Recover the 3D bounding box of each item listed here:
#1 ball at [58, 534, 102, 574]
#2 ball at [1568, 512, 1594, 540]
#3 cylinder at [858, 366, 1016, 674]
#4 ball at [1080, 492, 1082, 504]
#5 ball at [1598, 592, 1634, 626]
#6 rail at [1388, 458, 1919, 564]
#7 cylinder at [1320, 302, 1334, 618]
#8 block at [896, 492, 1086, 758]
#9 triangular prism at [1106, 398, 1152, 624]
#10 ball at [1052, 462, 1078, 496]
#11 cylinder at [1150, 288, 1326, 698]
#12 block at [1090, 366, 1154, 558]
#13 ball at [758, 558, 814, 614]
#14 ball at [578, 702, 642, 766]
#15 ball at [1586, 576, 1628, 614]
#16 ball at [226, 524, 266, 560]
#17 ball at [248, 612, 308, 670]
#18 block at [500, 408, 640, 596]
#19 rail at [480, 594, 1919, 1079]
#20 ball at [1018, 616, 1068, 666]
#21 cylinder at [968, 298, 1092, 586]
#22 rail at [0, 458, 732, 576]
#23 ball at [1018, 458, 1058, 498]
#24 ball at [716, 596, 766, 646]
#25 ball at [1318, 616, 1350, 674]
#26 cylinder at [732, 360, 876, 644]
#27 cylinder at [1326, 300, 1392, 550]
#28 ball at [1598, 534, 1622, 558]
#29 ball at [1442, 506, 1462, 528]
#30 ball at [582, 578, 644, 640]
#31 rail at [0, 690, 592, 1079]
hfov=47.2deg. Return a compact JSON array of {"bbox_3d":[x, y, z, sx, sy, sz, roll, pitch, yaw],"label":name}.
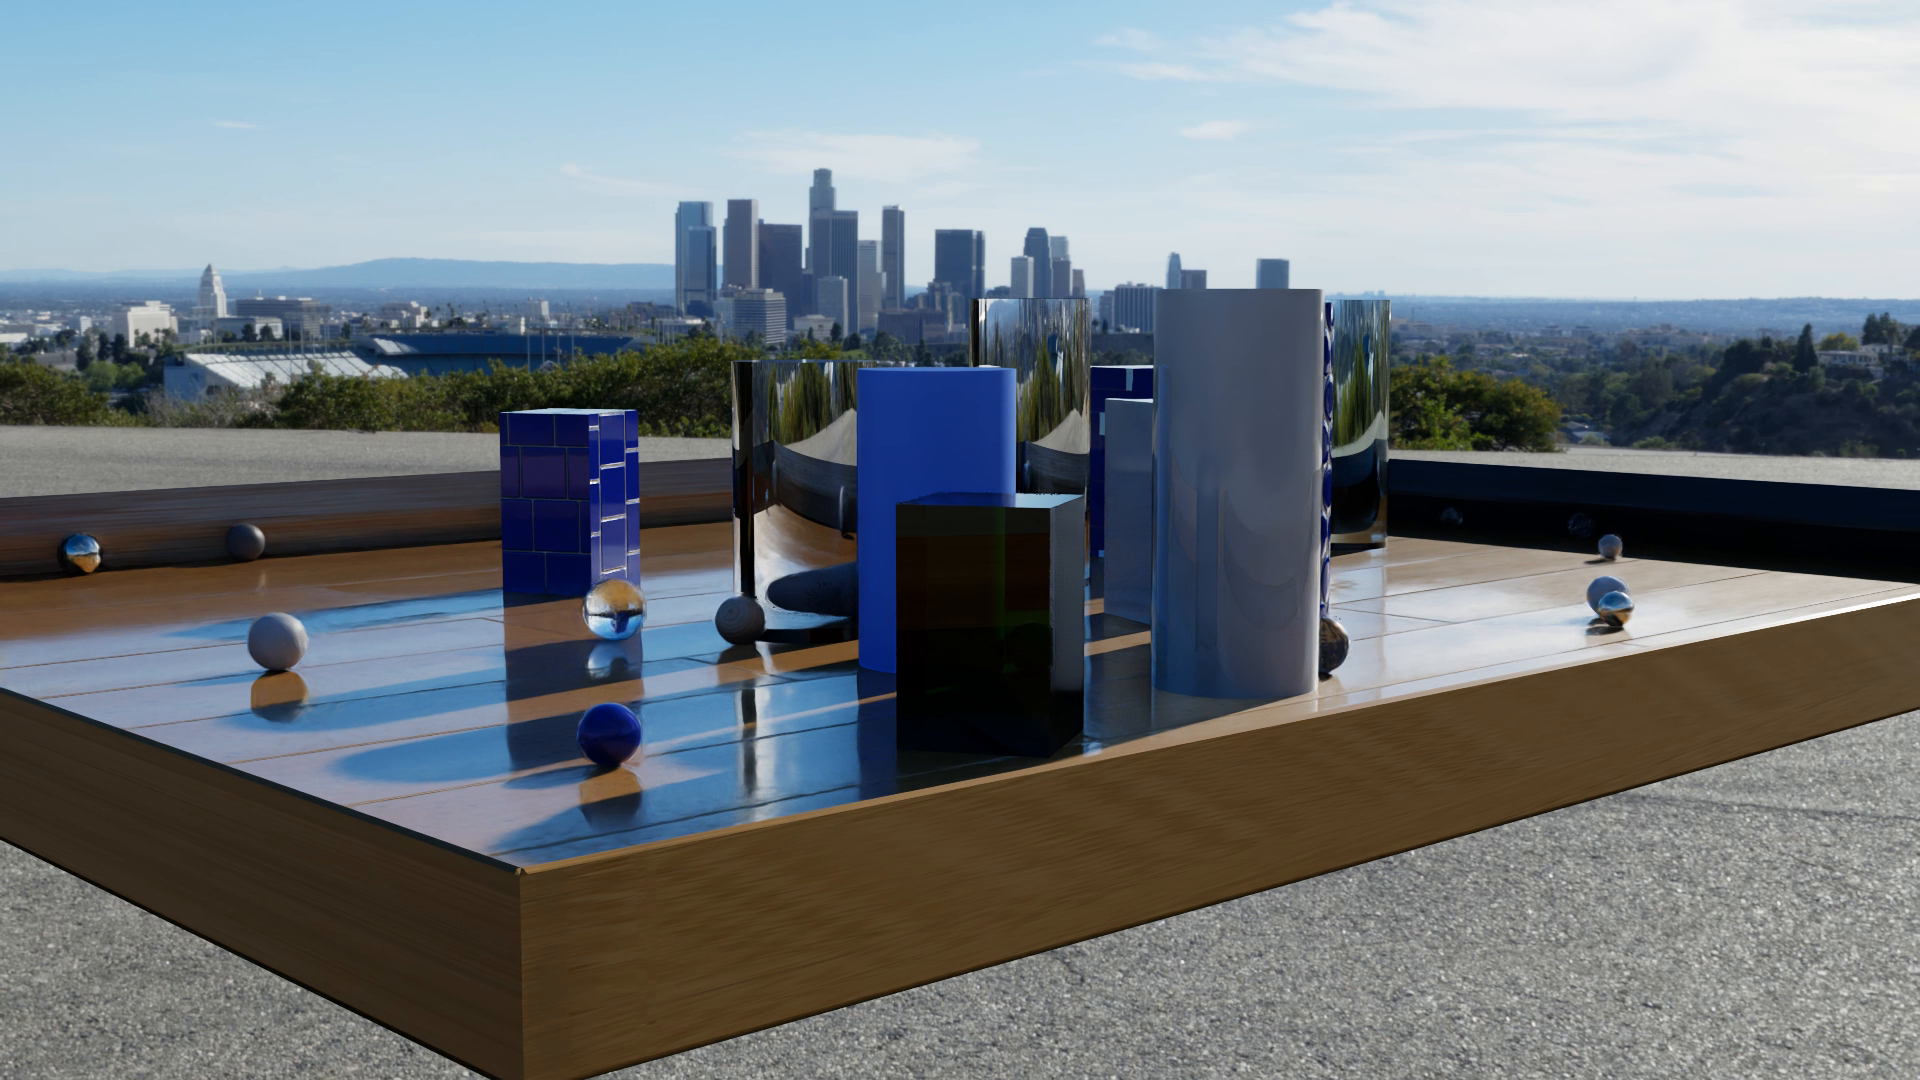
[{"bbox_3d":[-1.492,0.023,3.731,0.070,0.070,0.070,0,6,0],"label":"ball"},{"bbox_3d":[1.215,-0.027,4.303,0.052,0.052,0.052,0,6,0],"label":"ball"},{"bbox_3d":[-0.029,-0.029,2.777,0.200,0.372,0.200,0,6,0],"label":"cylinder"},{"bbox_3d":[0.293,-0.093,4.953,0.049,0.049,0.049,0,6,0],"label":"ball"},{"bbox_3d":[0.928,0.098,3.111,0.051,0.051,0.051,0,6,0],"label":"ball"},{"bbox_3d":[1.162,-0.077,4.399,0.045,0.130,2.749,-5,8,-42],"label":"rail"},{"bbox_3d":[0.399,-0.090,2.960,0.200,0.456,0.200,0,6,0],"label":"cylinder"},{"bbox_3d":[0.034,0.083,2.283,0.160,0.251,0.160,2,6,16],"label":"block"},{"bbox_3d":[0.276,-0.046,3.207,0.150,0.316,0.173,4,7,36],"label":"triangular prism"},{"bbox_3d":[0.245,-0.147,5.304,0.083,0.083,0.083,0,6,0],"label":"ball"},{"bbox_3d":[0.328,-0.061,2.608,0.200,0.470,0.200,0,6,0],"label":"cylinder"},{"bbox_3d":[0.332,-0.144,4.011,0.160,0.344,0.160,-3,7,-30],"label":"block"},{"bbox_3d":[-0.256,0.069,3.233,0.082,0.082,0.082,0,6,0],"label":"ball"},{"bbox_3d":[-0.344,0.191,2.159,0.062,0.062,0.062,0,6,0],"label":"ball"},{"bbox_3d":[0.948,0.082,3.219,0.059,0.059,0.059,0,6,0],"label":"ball"},{"bbox_3d":[-1.277,0.004,3.932,0.067,0.067,0.067,0,6,0],"label":"ball"},{"bbox_3d":[-0.848,0.126,2.732,0.072,0.072,0.072,0,6,0],"label":"ball"},{"bbox_3d":[-0.625,-0.064,3.532,0.160,0.285,0.160,2,6,20],"label":"block"},{"bbox_3d":[0.916,0.137,2.344,3.211,0.130,0.045,-5,8,-42],"label":"rail"},{"bbox_3d":[0.104,0.127,2.771,0.063,0.063,0.063,0,6,0],"label":"ball"},{"bbox_3d":[0.114,-0.160,3.587,0.200,0.465,0.200,0,6,0],"label":"cylinder"},{"bbox_3d":[-0.916,-0.069,4.319,3.211,0.130,0.045,-5,8,-42],"label":"rail"},{"bbox_3d":[0.185,-0.146,5.238,0.096,0.096,0.096,0,6,0],"label":"ball"},{"bbox_3d":[-0.293,0.107,2.939,0.067,0.067,0.067,0,6,0],"label":"ball"},{"bbox_3d":[0.446,0.129,2.714,0.070,0.070,0.070,0,6,0],"label":"ball"},{"bbox_3d":[-0.214,-0.058,3.036,0.200,0.376,0.200,0,6,0],"label":"cylinder"},{"bbox_3d":[0.715,-0.222,4.179,0.200,0.466,0.200,0,6,0],"label":"cylinder"},{"bbox_3d":[1.173,0.012,3.966,0.044,0.044,0.044,0,6,0],"label":"ball"},{"bbox_3d":[1.014,-0.047,4.533,0.043,0.043,0.043,0,6,0],"label":"ball"},{"bbox_3d":[-0.470,0.094,2.980,0.084,0.084,0.084,0,6,0],"label":"ball"},{"bbox_3d":[-1.162,0.145,2.265,0.045,0.130,2.749,-5,8,-42],"label":"rail"}]
